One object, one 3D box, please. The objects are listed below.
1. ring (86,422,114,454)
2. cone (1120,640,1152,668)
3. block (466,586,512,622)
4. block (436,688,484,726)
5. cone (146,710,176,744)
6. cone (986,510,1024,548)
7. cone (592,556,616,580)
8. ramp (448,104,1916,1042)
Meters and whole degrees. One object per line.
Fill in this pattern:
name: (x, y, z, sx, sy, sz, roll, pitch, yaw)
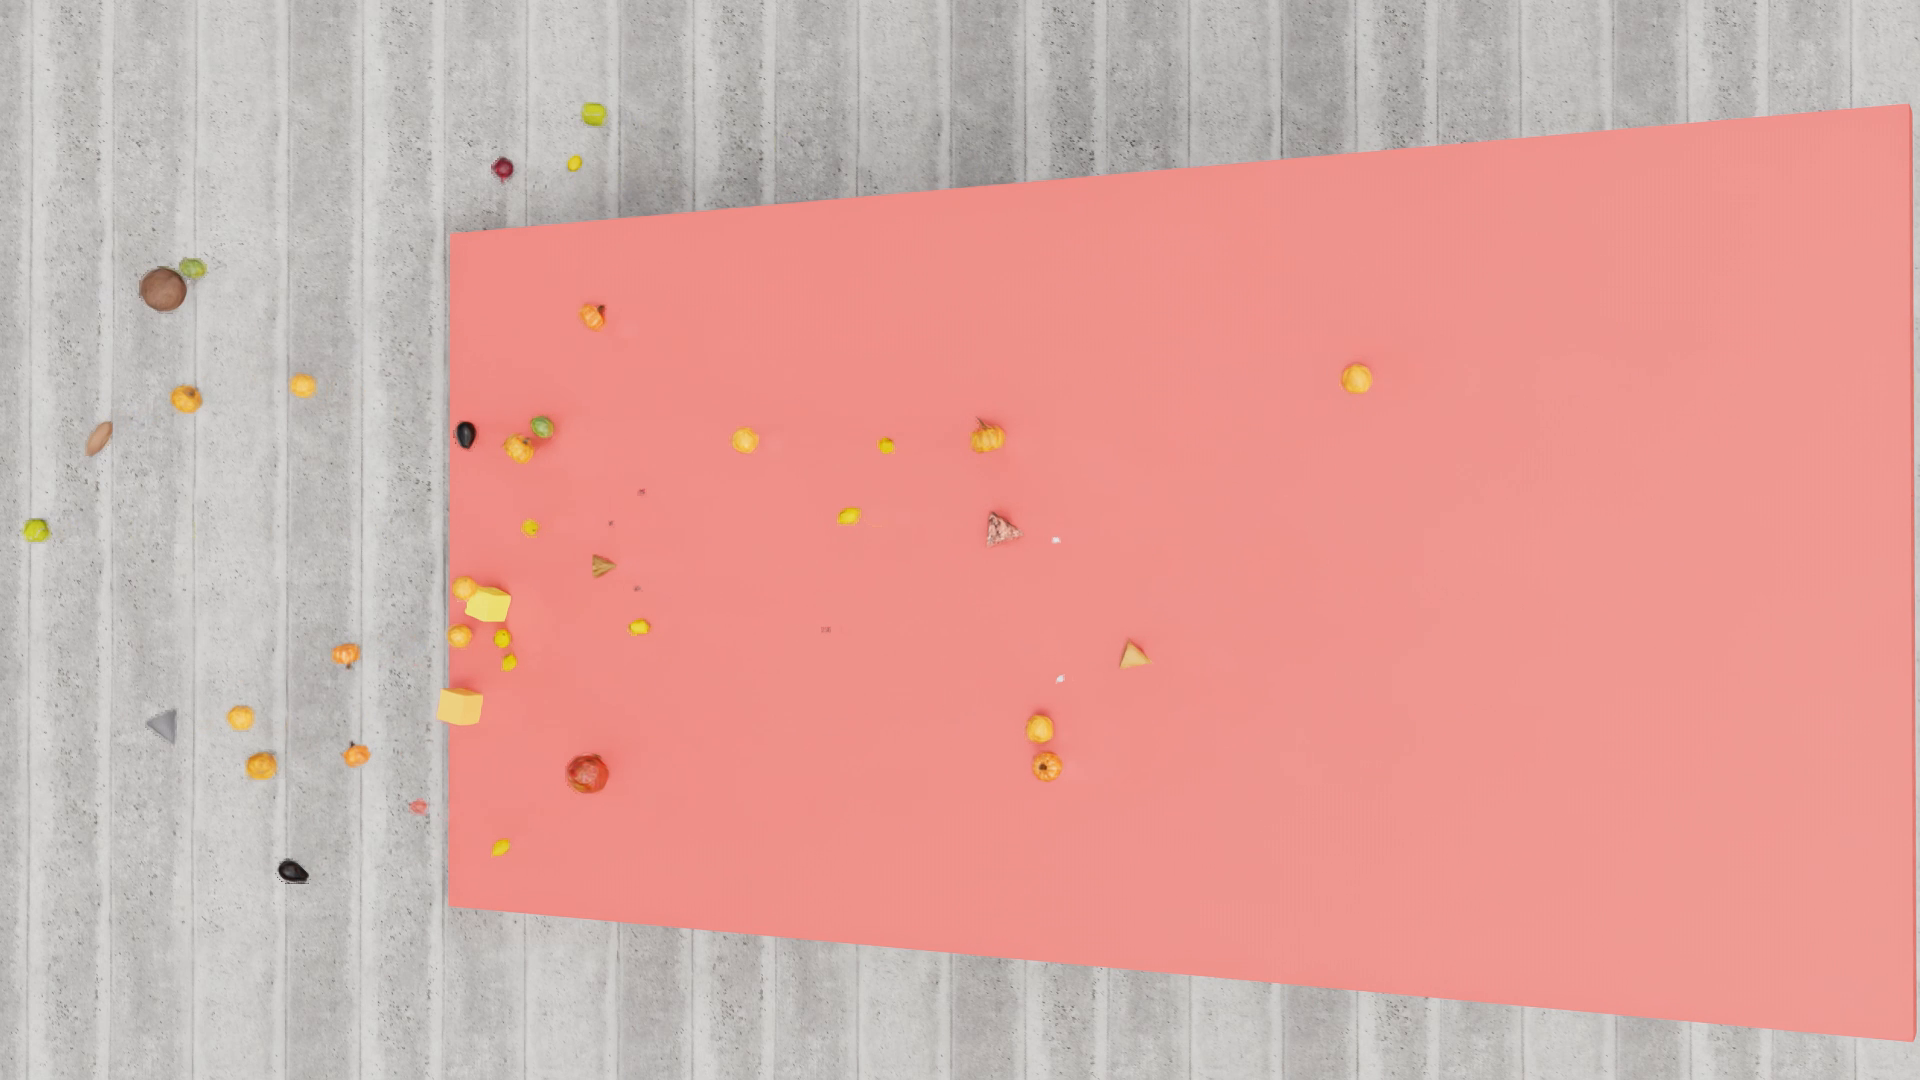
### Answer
ring: (-2.570, -0.304, 6.570, 0.037, 0.111, 0.111, 32, 89, -11)
cone: (0.446, 0.296, 5.490, 0.076, 0.076, 0.076, 17, 89, 0)
block: (-1.375, 0.188, 6.414, 0.083, 0.083, 0.083, 20, 99, 30)
block: (-1.468, 0.490, 6.459, 0.087, 0.087, 0.087, 13, 95, 27)
cone: (-2.363, 0.570, 6.559, 0.093, 0.093, 0.093, -26, 88, 0)
cone: (0.122, -0.021, 5.657, 0.099, 0.099, 0.099, 8, 89, 1)
cone: (-1.005, 0.076, 6.253, 0.069, 0.069, 0.069, -4, 89, 1)
ramp: (0.277, 0.078, 5.656, 4.000, 0.100, 2.000, 0, 89, 28)
